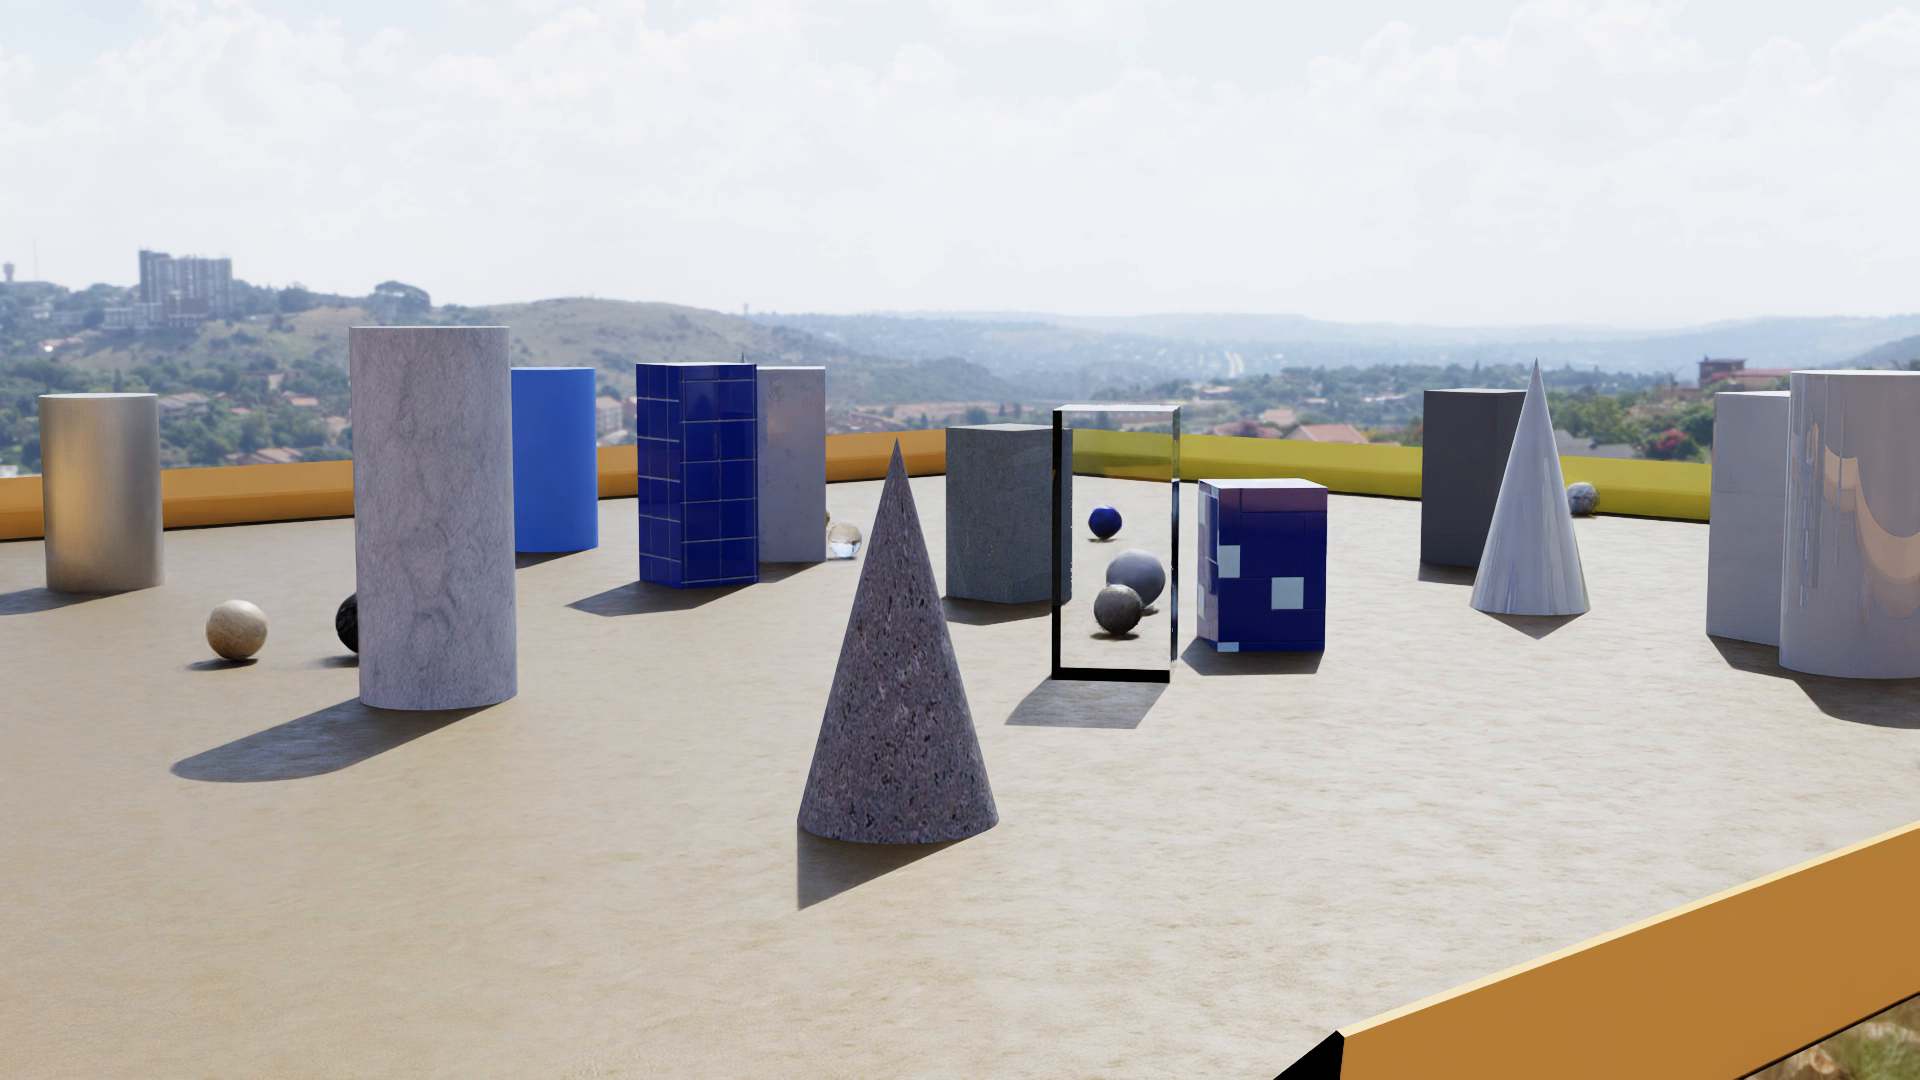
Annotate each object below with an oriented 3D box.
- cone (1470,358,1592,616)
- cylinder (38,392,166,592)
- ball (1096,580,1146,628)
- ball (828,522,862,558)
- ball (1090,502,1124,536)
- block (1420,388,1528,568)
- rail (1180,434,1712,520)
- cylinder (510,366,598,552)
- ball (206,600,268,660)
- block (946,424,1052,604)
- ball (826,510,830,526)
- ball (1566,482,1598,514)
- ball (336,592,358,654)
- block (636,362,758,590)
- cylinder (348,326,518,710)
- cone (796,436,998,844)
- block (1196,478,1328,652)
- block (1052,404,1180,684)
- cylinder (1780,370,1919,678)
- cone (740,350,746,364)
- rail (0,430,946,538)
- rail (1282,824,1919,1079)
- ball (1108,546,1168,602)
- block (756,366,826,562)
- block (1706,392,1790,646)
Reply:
[{"bbox_3d":[0.838,-0.085,3.214,0.175,0.368,0.175,0,6,0],"label":"cone"},{"bbox_3d":[-1.353,-0.078,3.469,0.175,0.300,0.175,0,6,0],"label":"cylinder"},{"bbox_3d":[0.221,0.088,3.016,0.067,0.067,0.067,0,6,0],"label":"ball"},{"bbox_3d":[-0.202,-0.001,3.869,0.061,0.061,0.061,0,6,0],"label":"ball"},{"bbox_3d":[0.283,-0.040,4.216,0.064,0.064,0.064,0,6,0],"label":"ball"},{"bbox_3d":[0.893,-0.109,3.782,0.140,0.295,0.140,6,8,42],"label":"block"},{"bbox_3d":[1.413,-0.110,4.629,0.045,0.114,3.677,-6,8,-42],"label":"rail"},{"bbox_3d":[-0.751,-0.150,4.012,0.175,0.326,0.175,0,6,0],"label":"cylinder"},{"bbox_3d":[-0.904,0.112,2.751,0.075,0.075,0.075,0,6,0],"label":"ball"},{"bbox_3d":[0.077,-0.043,3.350,0.140,0.257,0.140,6,9,44],"label":"block"},{"bbox_3d":[-0.280,-0.043,4.315,0.049,0.049,0.049,0,6,0],"label":"ball"},{"bbox_3d":[1.309,-0.088,4.638,0.070,0.070,0.070,0,6,0],"label":"ball"},{"bbox_3d":[-0.746,0.105,2.782,0.084,0.084,0.084,0,6,0],"label":"ball"},{"bbox_3d":[-0.419,-0.107,3.513,0.140,0.348,0.140,-4,8,-36],"label":"block"},{"bbox_3d":[-0.592,-0.030,2.479,0.175,0.418,0.175,0,6,0],"label":"cylinder"},{"bbox_3d":[-0.054,0.077,1.886,0.175,0.332,0.175,0,6,0],"label":"cone"},{"bbox_3d":[0.394,0.030,2.883,0.140,0.210,0.140,-1,6,-5],"label":"block"},{"bbox_3d":[0.189,0.001,2.648,0.140,0.320,0.140,1,6,9],"label":"block"},{"bbox_3d":[1.099,-0.024,2.682,0.175,0.361,0.175,0,6,0],"label":"cylinder"},{"bbox_3d":[-0.425,-0.196,4.318,0.175,0.354,0.175,0,6,0],"label":"cone"},{"bbox_3d":[-1.231,-0.113,4.659,3.892,0.114,0.045,-6,8,-42],"label":"rail"},{"bbox_3d":[1.231,0.173,2.007,3.892,0.114,0.045,-6,8,-42],"label":"rail"},{"bbox_3d":[0.264,0.051,3.262,0.088,0.088,0.088,0,6,0],"label":"ball"},{"bbox_3d":[-0.305,-0.135,3.846,0.140,0.332,0.140,0,6,-3],"label":"block"},{"bbox_3d":[1.102,-0.032,2.925,0.140,0.325,0.140,-3,7,-28],"label":"block"}]
